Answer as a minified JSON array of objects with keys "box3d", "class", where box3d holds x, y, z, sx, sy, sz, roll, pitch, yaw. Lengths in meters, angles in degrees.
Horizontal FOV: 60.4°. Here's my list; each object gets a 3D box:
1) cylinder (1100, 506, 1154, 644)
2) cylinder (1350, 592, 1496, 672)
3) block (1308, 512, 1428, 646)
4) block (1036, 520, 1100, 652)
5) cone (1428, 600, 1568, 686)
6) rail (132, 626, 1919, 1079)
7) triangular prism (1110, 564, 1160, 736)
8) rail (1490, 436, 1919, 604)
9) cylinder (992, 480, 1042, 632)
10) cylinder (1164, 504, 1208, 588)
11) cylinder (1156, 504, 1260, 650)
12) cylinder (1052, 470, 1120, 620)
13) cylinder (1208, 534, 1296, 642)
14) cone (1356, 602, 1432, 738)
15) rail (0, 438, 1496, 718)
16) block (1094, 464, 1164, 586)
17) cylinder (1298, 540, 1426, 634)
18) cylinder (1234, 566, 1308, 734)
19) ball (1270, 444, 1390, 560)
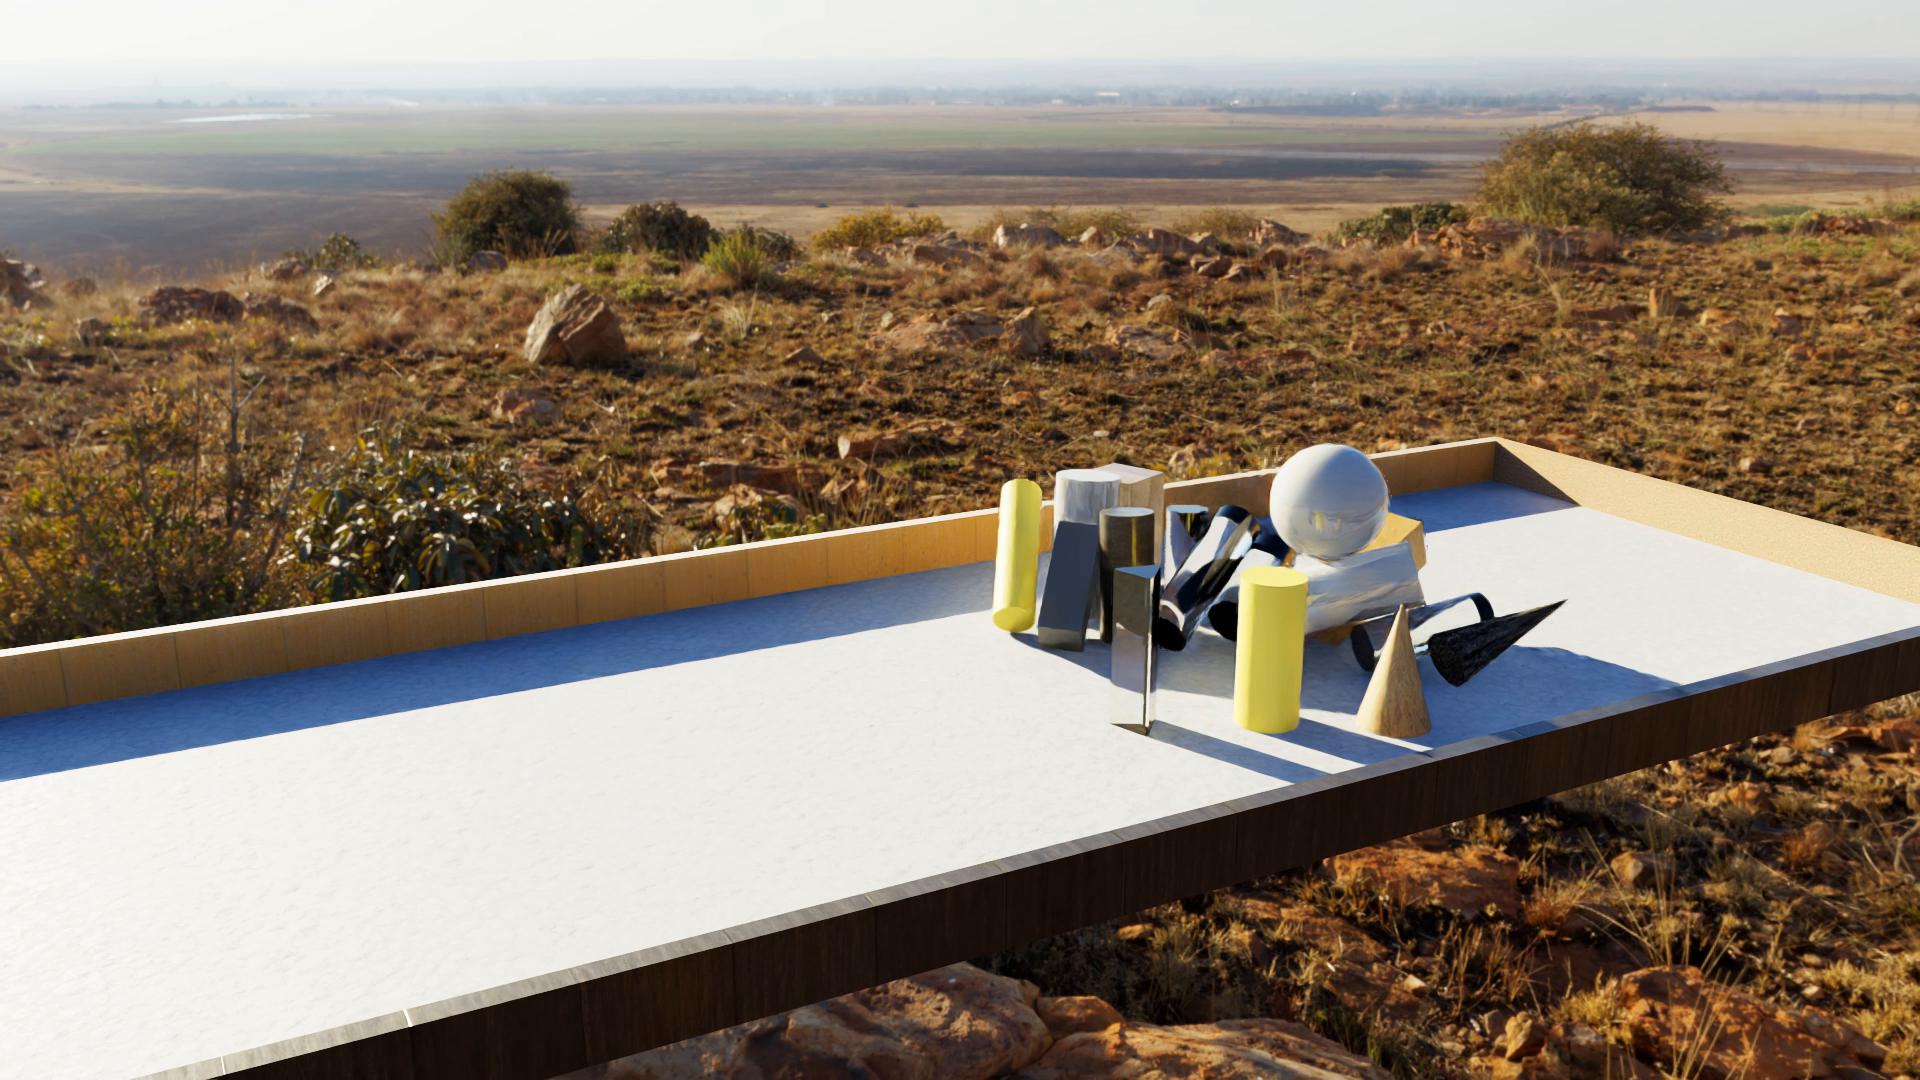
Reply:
[{"box3d":[0.444,0.095,4.393,0.145,0.346,0.145,-1,11,0],"class":"cylinder"},{"box3d":[1.187,0.235,4.228,0.341,0.127,0.127,-14,19,-11],"class":"cylinder"},{"box3d":[1.084,0.099,4.487,0.405,0.139,0.139,-37,37,-25],"class":"block"},{"box3d":[0.294,0.122,4.387,0.115,0.115,0.326,7,60,11],"class":"block"},{"box3d":[1.378,0.224,4.141,0.381,0.142,0.142,-24,22,-13],"class":"cone"},{"box3d":[-2.336,1.006,1.665,12.000,0.150,0.050,-9,18,-27],"class":"rail"},{"box3d":[0.426,0.250,3.826,0.097,0.382,0.112,-16,23,-43],"class":"triangular prism"},{"box3d":[2.466,-0.048,5.253,0.050,0.150,2.100,-9,18,-27],"class":"rail"},{"box3d":[0.161,0.039,4.594,0.116,0.116,0.453,1,51,5],"class":"cylinder"},{"box3d":[0.630,0.060,4.602,0.116,0.301,0.116,0,12,0],"class":"cylinder"},{"box3d":[0.650,0.098,4.424,0.129,0.129,0.435,12,51,36],"class":"cylinder"},{"box3d":[0.346,0.011,4.606,0.178,0.389,0.178,2,13,-1],"class":"cylinder"},{"box3d":[0.798,0.128,4.484,0.139,0.139,0.303,9,42,29],"class":"cylinder"},{"box3d":[1.020,0.287,3.841,0.174,0.304,0.174,0,16,0],"class":"cone"},{"box3d":[-3.305,0.497,3.399,12.000,0.150,0.050,-9,18,-27],"class":"rail"},{"box3d":[0.468,-0.028,4.840,0.180,0.345,0.180,13,21,38],"class":"block"},{"box3d":[1.003,0.126,4.220,0.331,0.169,0.169,-15,13,14],"class":"cylinder"},{"box3d":[0.723,0.256,3.849,0.153,0.359,0.153,0,16,0],"class":"cylinder"},{"box3d":[0.958,-0.098,4.283,0.305,0.305,0.305,0,16,0],"class":"ball"}]
